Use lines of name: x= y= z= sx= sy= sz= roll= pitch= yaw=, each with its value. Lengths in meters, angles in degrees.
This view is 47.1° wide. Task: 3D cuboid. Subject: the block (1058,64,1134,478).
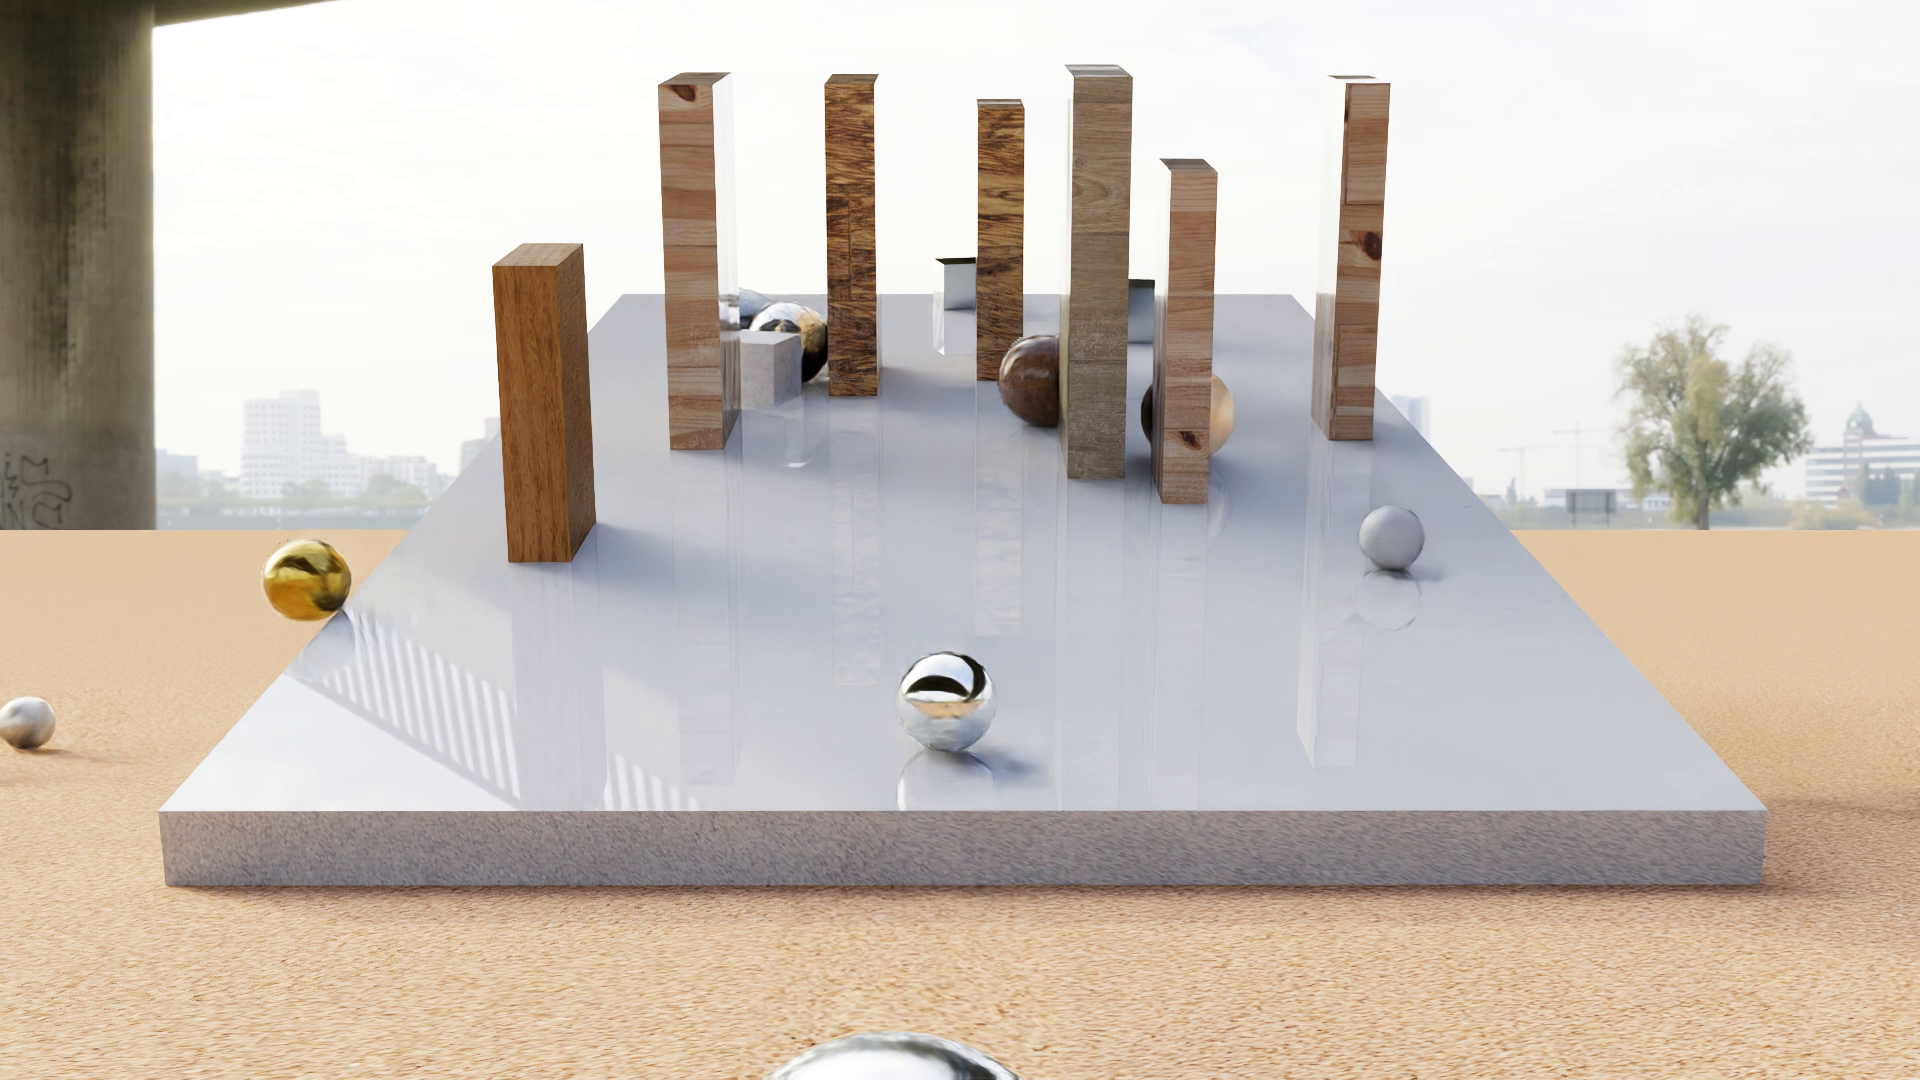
block: x=0.270 y=-0.553 z=4.465 sx=0.114 sy=0.784 sz=0.399 roll=0 pitch=16 yaw=0

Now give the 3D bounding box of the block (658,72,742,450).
block: x=-0.553 y=-0.606 z=4.714 sx=0.112 sy=0.751 sz=0.415 roll=0 pitch=16 yaw=0

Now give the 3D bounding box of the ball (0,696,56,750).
ball: x=-1.867 y=0.366 z=4.404 sx=0.108 sy=0.108 sz=0.108 roll=0 pitch=0 yaw=0

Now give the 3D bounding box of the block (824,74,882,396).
block: x=-0.251 y=-0.732 z=5.230 sx=0.114 sy=0.716 sz=0.369 roll=0 pitch=16 yaw=0

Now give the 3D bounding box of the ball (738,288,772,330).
ball: x=-0.538 y=-0.513 z=5.392 sx=0.208 sy=0.208 sz=0.208 roll=0 pitch=0 yaw=0

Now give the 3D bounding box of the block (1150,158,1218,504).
block: x=0.428 y=-0.405 z=4.228 sx=0.087 sy=0.626 sz=0.253 roll=0 pitch=16 yaw=0

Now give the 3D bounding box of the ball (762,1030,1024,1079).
ball: x=-0.033 y=0.344 z=1.075 sx=0.203 sy=0.203 sz=0.203 roll=0 pitch=0 yaw=0

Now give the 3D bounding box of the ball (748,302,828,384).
ball: x=-0.408 y=-0.467 z=5.241 sx=0.202 sy=0.202 sz=0.202 roll=0 pitch=0 yaw=0

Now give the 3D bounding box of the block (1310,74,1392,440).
block: x=0.835 y=-0.607 z=4.724 sx=0.093 sy=0.751 sz=0.247 roll=0 pitch=16 yaw=0

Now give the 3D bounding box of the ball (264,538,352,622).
ball: x=-1.044 y=0.065 z=3.520 sx=0.135 sy=0.135 sz=0.135 roll=0 pitch=0 yaw=0

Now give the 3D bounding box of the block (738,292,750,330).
block: x=-0.643 y=-0.581 z=5.771 sx=0.135 sy=0.135 sz=0.135 roll=-10 pitch=18 yaw=-31

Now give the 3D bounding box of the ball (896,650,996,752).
ball: x=-0.018 y=0.214 z=2.921 sx=0.134 sy=0.134 sz=0.134 roll=0 pitch=0 yaw=0

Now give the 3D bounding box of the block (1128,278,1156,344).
block: x=0.464 y=-0.610 z=5.853 sx=0.148 sy=0.148 sz=0.148 roll=2 pitch=16 yaw=7

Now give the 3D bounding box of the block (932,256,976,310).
block: x=0.000 y=-0.742 z=6.362 sx=0.130 sy=0.130 sz=0.130 roll=-4 pitch=16 yaw=-14

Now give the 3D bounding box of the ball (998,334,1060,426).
ball: x=0.184 y=-0.351 z=4.828 sx=0.200 sy=0.200 sz=0.200 roll=0 pitch=0 yaw=0

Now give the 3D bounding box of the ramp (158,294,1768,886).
ramp: x=-0.002 y=-0.152 z=4.673 sx=2.000 sy=0.100 sz=4.000 roll=0 pitch=16 yaw=0

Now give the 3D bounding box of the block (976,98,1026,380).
block: x=0.096 y=-0.741 z=5.393 sx=0.111 sy=0.647 sz=0.320 roll=0 pitch=16 yaw=0

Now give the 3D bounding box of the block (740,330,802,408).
block: x=-0.465 y=-0.397 z=5.089 sx=0.147 sy=0.147 sz=0.147 roll=6 pitch=17 yaw=20

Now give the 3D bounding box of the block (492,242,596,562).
block: x=-0.726 y=-0.246 z=3.862 sx=0.109 sy=0.514 sz=0.274 roll=0 pitch=16 yaw=0

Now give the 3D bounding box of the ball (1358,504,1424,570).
ball: x=0.737 y=-0.005 z=3.753 sx=0.111 sy=0.111 sz=0.111 roll=0 pitch=0 yaw=0

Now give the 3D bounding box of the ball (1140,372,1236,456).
ball: x=0.467 y=-0.257 z=4.501 sx=0.195 sy=0.195 sz=0.195 roll=0 pitch=0 yaw=0
